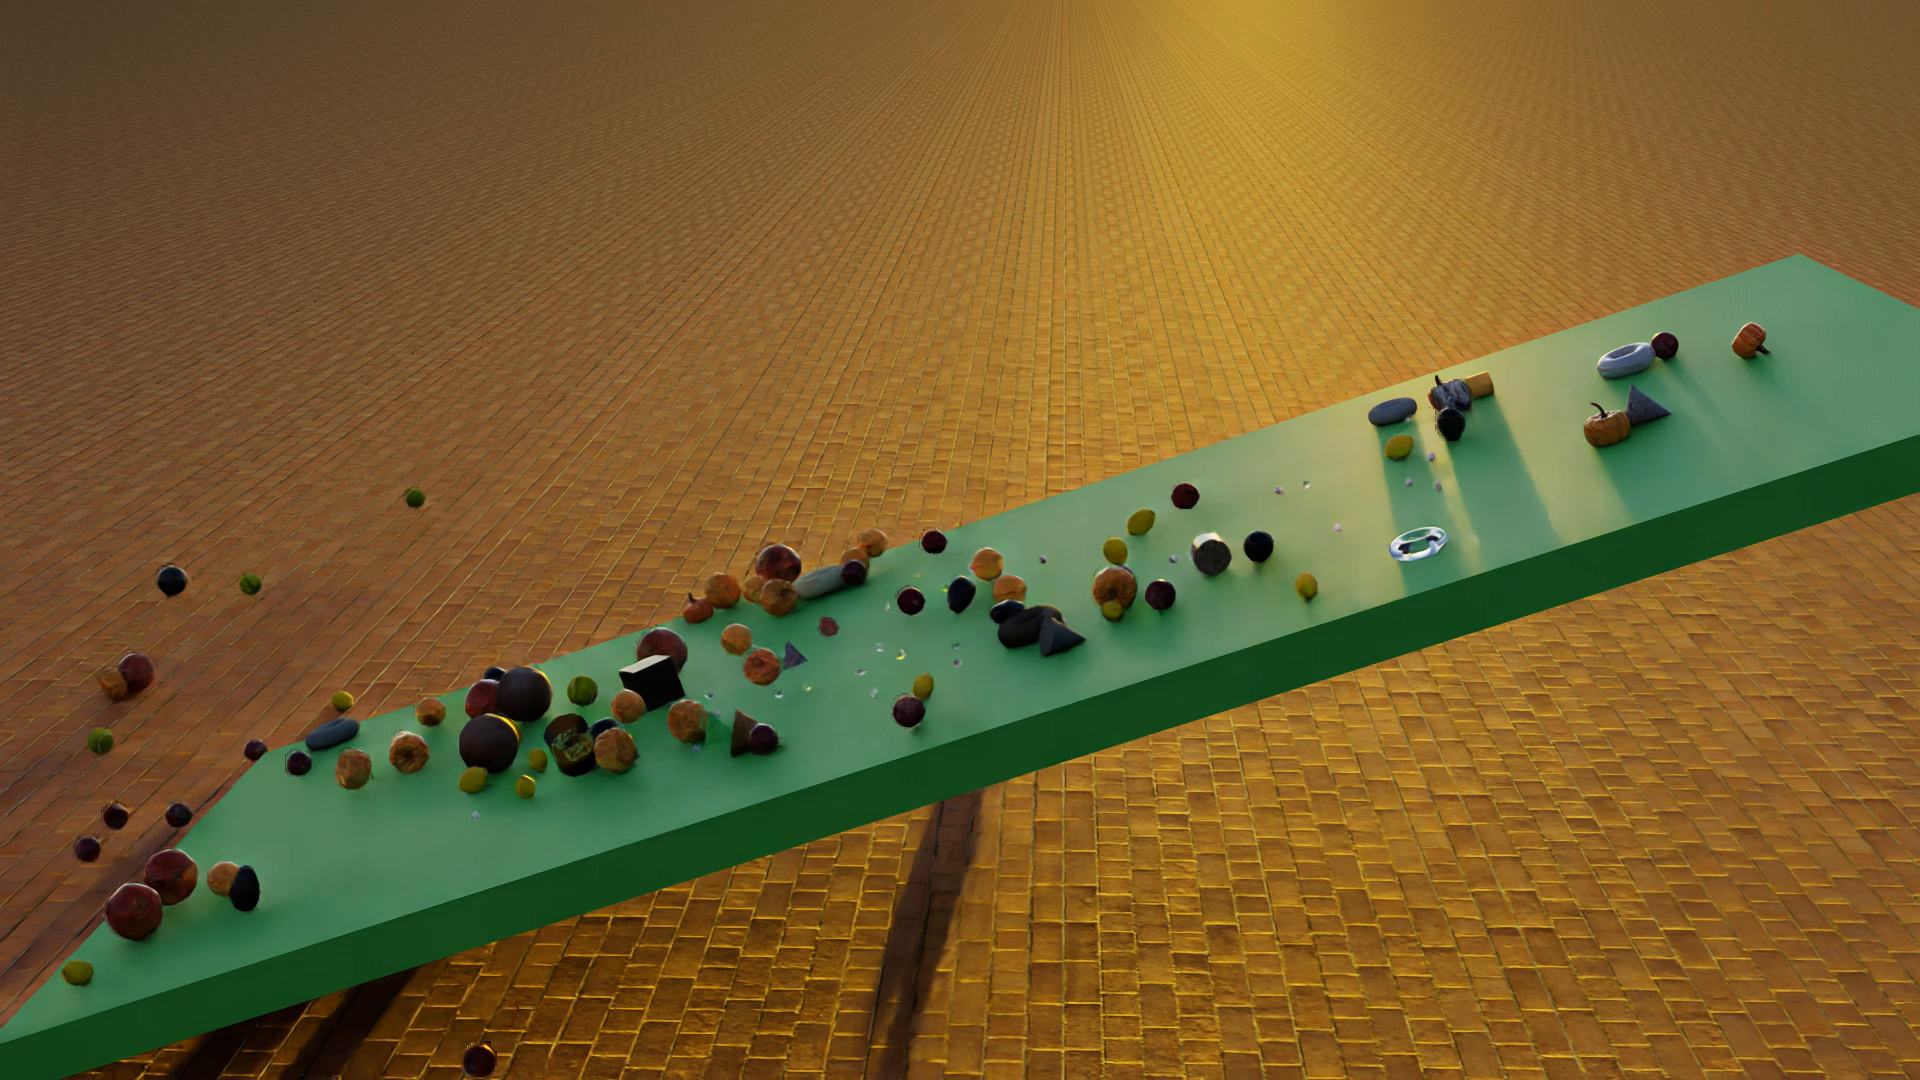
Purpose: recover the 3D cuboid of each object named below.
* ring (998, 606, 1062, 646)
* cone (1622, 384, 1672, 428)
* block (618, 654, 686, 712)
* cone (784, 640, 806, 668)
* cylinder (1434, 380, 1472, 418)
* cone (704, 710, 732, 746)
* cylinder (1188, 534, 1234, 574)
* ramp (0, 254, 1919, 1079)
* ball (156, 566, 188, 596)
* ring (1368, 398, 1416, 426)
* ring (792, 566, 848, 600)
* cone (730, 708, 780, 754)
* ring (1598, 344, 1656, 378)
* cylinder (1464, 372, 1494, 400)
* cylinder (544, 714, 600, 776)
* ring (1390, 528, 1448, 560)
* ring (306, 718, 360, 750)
[{"bbox_3d":[0.140,0.172,5.898,0.135,0.045,0.135,-21,13,5],"label":"ring"},{"bbox_3d":[1.388,-0.262,5.922,0.092,0.092,0.092,10,14,9],"label":"cone"},{"bbox_3d":[-0.678,0.315,6.471,0.093,0.093,0.093,-24,12,-26],"label":"block"},{"bbox_3d":[-0.368,0.243,6.394,0.055,0.055,0.055,-18,11,4],"label":"cone"},{"bbox_3d":[1.108,-0.317,6.617,0.065,0.065,0.065,-20,15,-7],"label":"cylinder"},{"bbox_3d":[-0.496,0.373,5.938,0.066,0.066,0.066,-18,11,4],"label":"cone"},{"bbox_3d":[0.503,0.028,5.914,0.073,0.073,0.073,-3,-8,-14],"label":"cylinder"},{"bbox_3d":[0.106,0.180,6.305,4.000,0.100,2.000,-18,11,6],"label":"ramp"},{"bbox_3d":[-2.575,0.133,9.610,0.096,0.096,0.096,0,12,0],"label":"ball"},{"bbox_3d":[0.997,-0.296,6.776,0.116,0.039,0.116,-18,12,4],"label":"ring"},{"bbox_3d":[-0.336,0.102,7.063,0.146,0.049,0.146,-19,9,3],"label":"ring"},{"bbox_3d":[-0.398,0.383,5.784,0.092,0.092,0.092,8,12,1],"label":"cone"},{"bbox_3d":[1.459,-0.392,6.440,0.131,0.044,0.131,-21,13,5],"label":"ring"},{"bbox_3d":[1.182,-0.352,6.695,0.052,0.052,0.052,-19,12,2],"label":"cylinder"},{"bbox_3d":[-0.798,0.422,6.047,0.091,0.091,0.091,-8,47,9],"label":"cylinder"},{"bbox_3d":[0.858,0.008,5.504,0.112,0.037,0.112,-18,12,4],"label":"ring"},{"bbox_3d":[-1.555,0.480,7.288,0.139,0.046,0.139,-19,9,3],"label":"ring"}]
